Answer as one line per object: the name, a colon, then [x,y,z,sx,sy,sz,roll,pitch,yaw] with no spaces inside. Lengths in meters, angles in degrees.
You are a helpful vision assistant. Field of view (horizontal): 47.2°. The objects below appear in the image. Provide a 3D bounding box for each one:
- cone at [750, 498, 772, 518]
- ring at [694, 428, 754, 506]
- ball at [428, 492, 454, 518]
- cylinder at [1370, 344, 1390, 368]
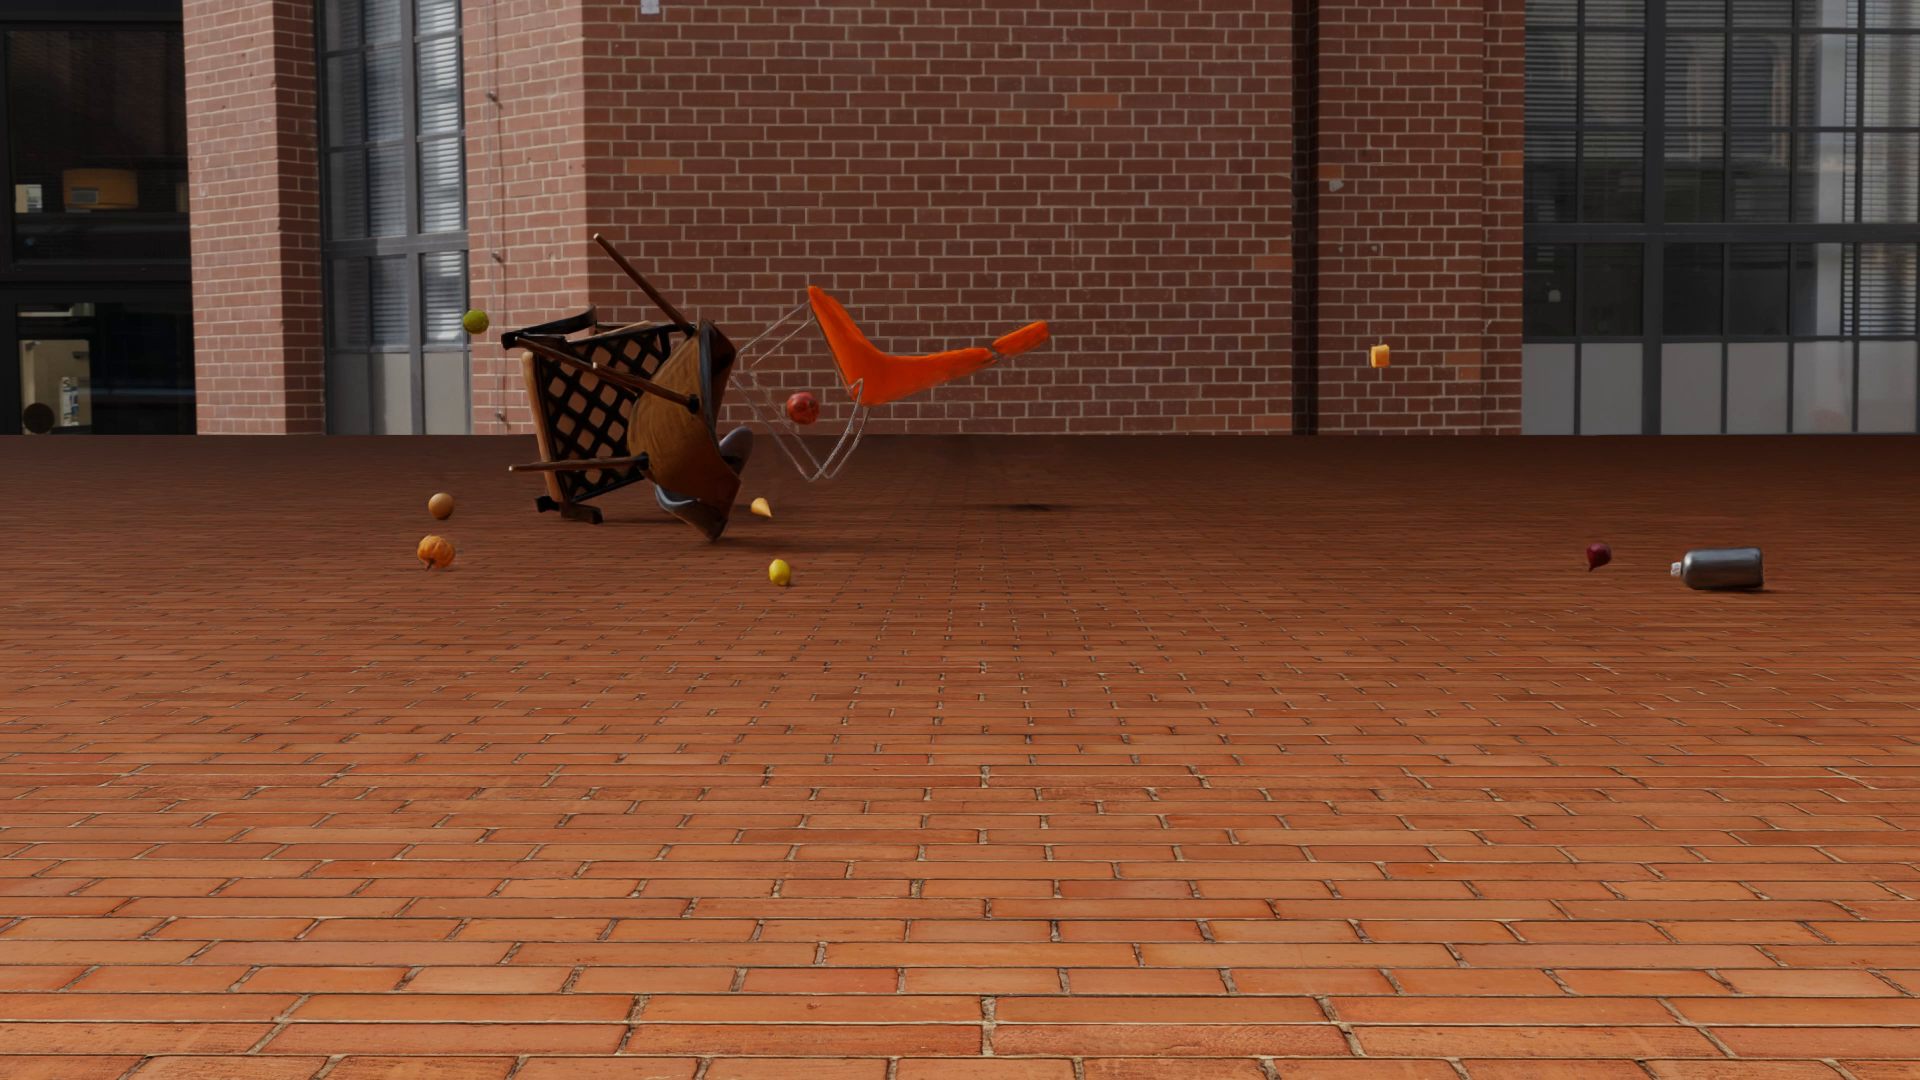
cone: [-0.683,-0.098,7.732,0.065,0.067,0.134,20,8,-29]
ring: [-0.904,-0.279,8.405,0.062,0.379,0.283,38,29,15]
ball: [-1.795,-0.119,7.616,0.090,0.090,0.090,0,4,0]
cylinder: [1.456,-0.638,7.617,0.050,0.074,0.060,-8,30,-4]
